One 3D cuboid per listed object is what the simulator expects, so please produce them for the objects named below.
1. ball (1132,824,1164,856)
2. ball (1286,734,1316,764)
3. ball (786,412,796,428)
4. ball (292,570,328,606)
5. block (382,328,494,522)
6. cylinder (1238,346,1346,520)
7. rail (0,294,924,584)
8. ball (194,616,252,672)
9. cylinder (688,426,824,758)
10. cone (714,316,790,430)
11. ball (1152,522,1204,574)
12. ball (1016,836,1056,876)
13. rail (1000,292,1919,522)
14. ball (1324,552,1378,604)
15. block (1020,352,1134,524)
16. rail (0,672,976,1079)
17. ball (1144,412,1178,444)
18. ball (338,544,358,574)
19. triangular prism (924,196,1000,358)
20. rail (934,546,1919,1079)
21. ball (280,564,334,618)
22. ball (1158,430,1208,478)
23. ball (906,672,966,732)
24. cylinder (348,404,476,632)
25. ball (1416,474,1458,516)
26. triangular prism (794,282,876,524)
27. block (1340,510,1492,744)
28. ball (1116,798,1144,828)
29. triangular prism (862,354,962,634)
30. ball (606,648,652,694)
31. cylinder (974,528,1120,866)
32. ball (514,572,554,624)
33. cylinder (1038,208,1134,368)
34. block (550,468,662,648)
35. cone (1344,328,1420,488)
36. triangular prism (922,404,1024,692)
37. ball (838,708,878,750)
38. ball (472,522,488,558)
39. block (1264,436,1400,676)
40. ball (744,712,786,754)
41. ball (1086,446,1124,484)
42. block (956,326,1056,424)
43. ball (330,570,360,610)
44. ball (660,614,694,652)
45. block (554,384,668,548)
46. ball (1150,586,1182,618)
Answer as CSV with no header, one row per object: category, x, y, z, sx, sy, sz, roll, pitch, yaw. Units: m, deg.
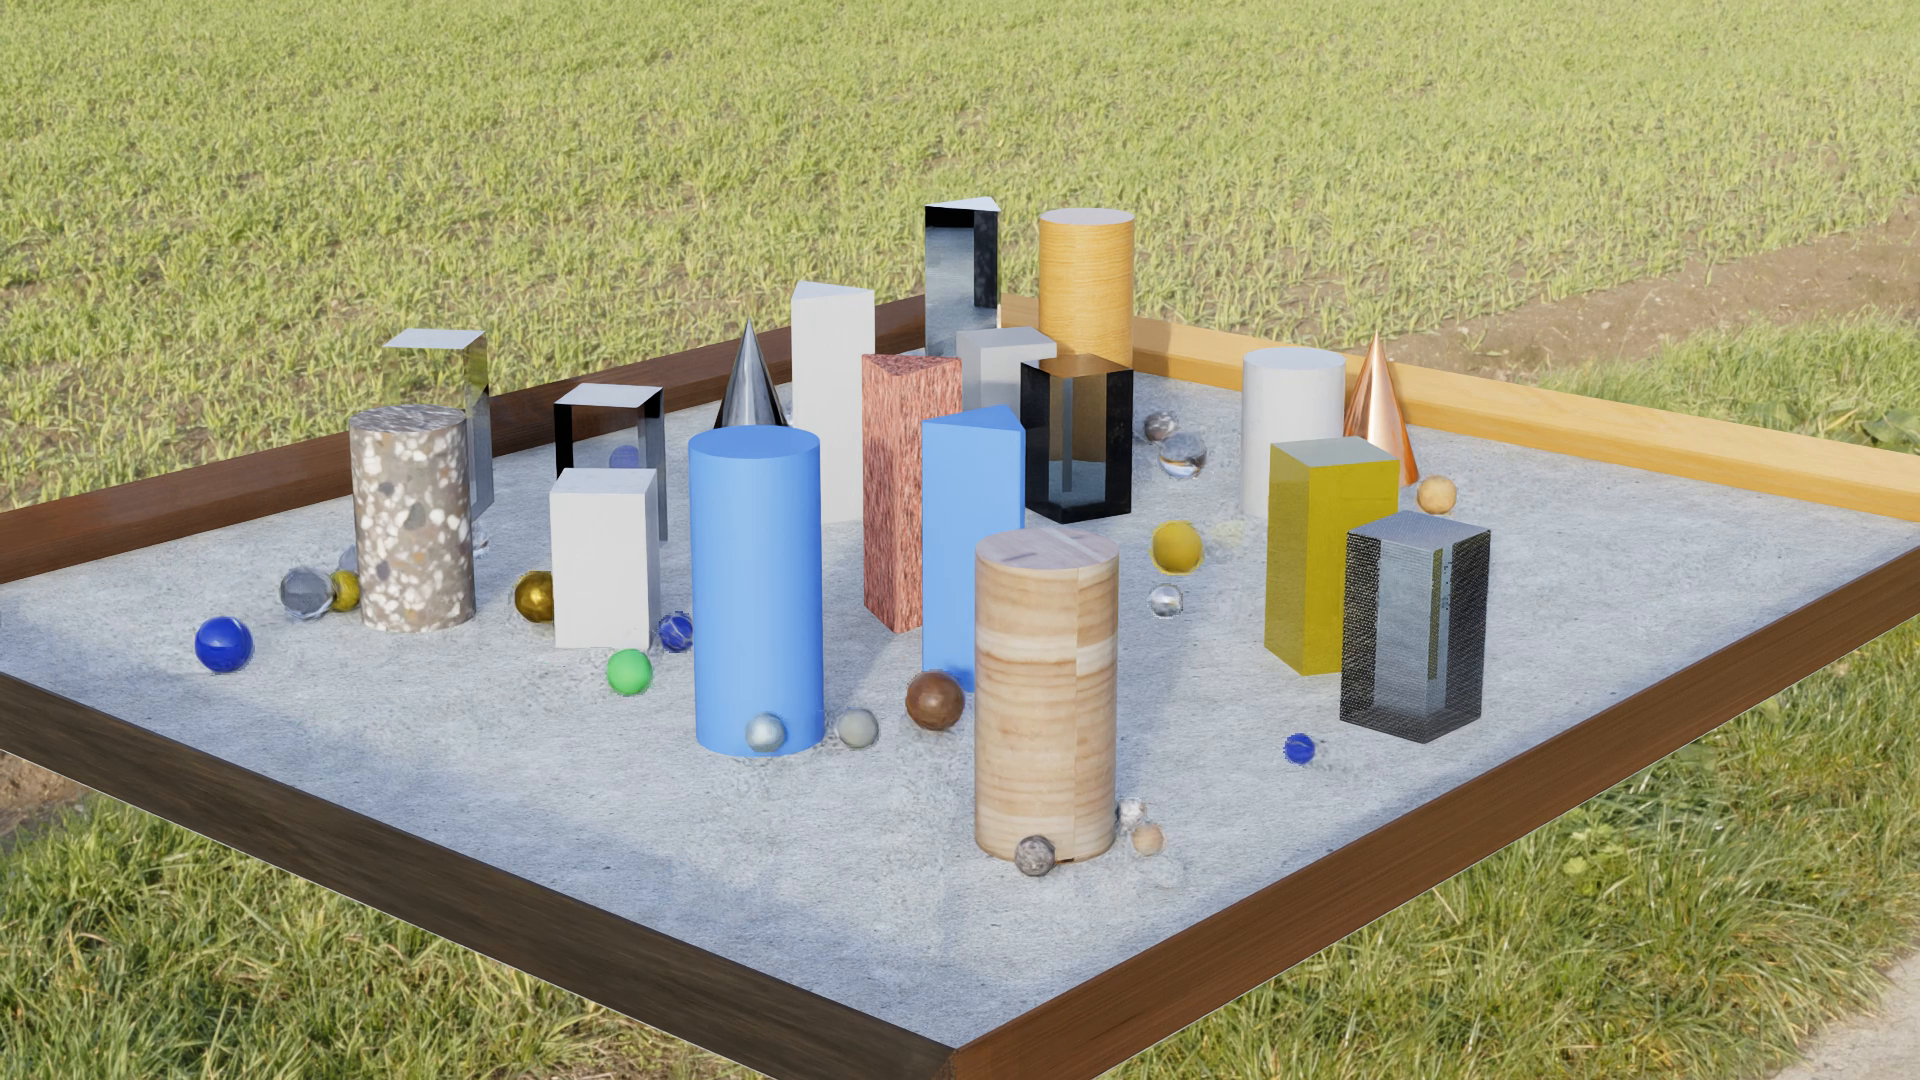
ball,0.257,0.410,4.012,0.044,0.044,0.044,0,17,0
ball,0.504,0.311,4.343,0.044,0.044,0.044,0,17,0
ball,-0.342,-0.240,6.146,0.056,0.056,0.056,0,17,0
ball,-1.121,0.083,5.061,0.062,0.062,0.062,0,17,0
block,-0.992,-0.217,5.581,0.156,0.339,0.156,2,17,7
cylinder,0.636,-0.204,5.613,0.195,0.295,0.195,0,17,0
rail,-0.978,-0.213,5.933,0.045,0.127,3.050,14,22,39
ball,-1.189,0.168,4.732,0.092,0.092,0.092,0,17,0
cylinder,-0.304,0.076,4.398,0.195,0.462,0.195,0,17,0
cone,-0.427,-0.313,5.978,0.195,0.293,0.195,0,17,0
ball,0.389,0.014,5.242,0.093,0.093,0.093,0,17,0
ball,0.102,0.425,3.945,0.054,0.054,0.054,0,17,0
rail,0.984,-0.296,6.205,2.637,0.127,0.045,14,22,39
ball,0.677,0.065,5.078,0.090,0.090,0.090,0,17,0
block,0.222,-0.195,5.605,0.156,0.283,0.156,-9,19,-28
rail,-0.984,0.359,4.035,2.637,0.127,0.045,14,22,39
ball,0.418,-0.233,6.100,0.070,0.070,0.070,0,17,0
ball,-1.041,0.050,5.125,0.091,0.091,0.091,0,17,0
triangular prism,0.032,-0.472,6.175,0.169,0.483,0.146,7,18,22
rail,0.978,0.277,4.307,0.045,0.127,3.050,14,22,39
ball,-1.107,0.088,4.970,0.091,0.091,0.091,0,17,0
ball,0.445,-0.171,5.846,0.097,0.097,0.097,0,17,0
ball,-0.038,0.246,4.475,0.091,0.091,0.091,0,17,0
cylinder,-0.928,-0.038,4.975,0.195,0.347,0.195,0,17,0
ball,0.911,-0.086,5.600,0.077,0.077,0.077,0,17,0
triangular prism,-0.268,-0.263,5.561,0.169,0.438,0.146,-9,19,-27
block,0.696,0.131,4.486,0.156,0.305,0.156,15,22,40
ball,0.238,0.382,4.111,0.040,0.040,0.040,0,17,0
triangular prism,-0.108,-0.087,4.969,0.146,0.444,0.169,14,21,38
ball,-0.522,0.208,4.632,0.073,0.073,0.073,0,17,0
cylinder,0.117,0.213,4.014,0.195,0.421,0.195,0,17,0
ball,-0.710,0.097,4.957,0.087,0.087,0.087,0,17,0
cylinder,0.259,-0.431,6.049,0.195,0.478,0.195,0,17,0
block,-0.589,0.029,4.891,0.156,0.265,0.156,0,17,2
cone,0.823,-0.274,5.833,0.195,0.303,0.195,0,17,0
triangular prism,0.045,0.013,4.654,0.169,0.435,0.146,6,18,20
ball,-0.153,0.282,4.394,0.062,0.062,0.062,0,17,0
ball,-0.892,0.000,5.332,0.067,0.067,0.067,0,17,0
block,0.602,0.024,4.764,0.156,0.349,0.156,-5,18,-17
ball,-0.288,0.285,4.329,0.060,0.060,0.060,0,17,0
ball,0.283,-0.145,5.750,0.074,0.074,0.074,0,17,0
block,0.091,-0.263,5.820,0.156,0.288,0.156,-5,18,-17
ball,-1.059,0.086,5.039,0.071,0.071,0.071,0,17,0
ball,-0.464,0.152,4.834,0.062,0.062,0.062,0,17,0
block,-0.634,-0.121,5.341,0.156,0.294,0.156,3,17,11
ball,0.351,0.105,5.006,0.055,0.055,0.055,0,17,0
